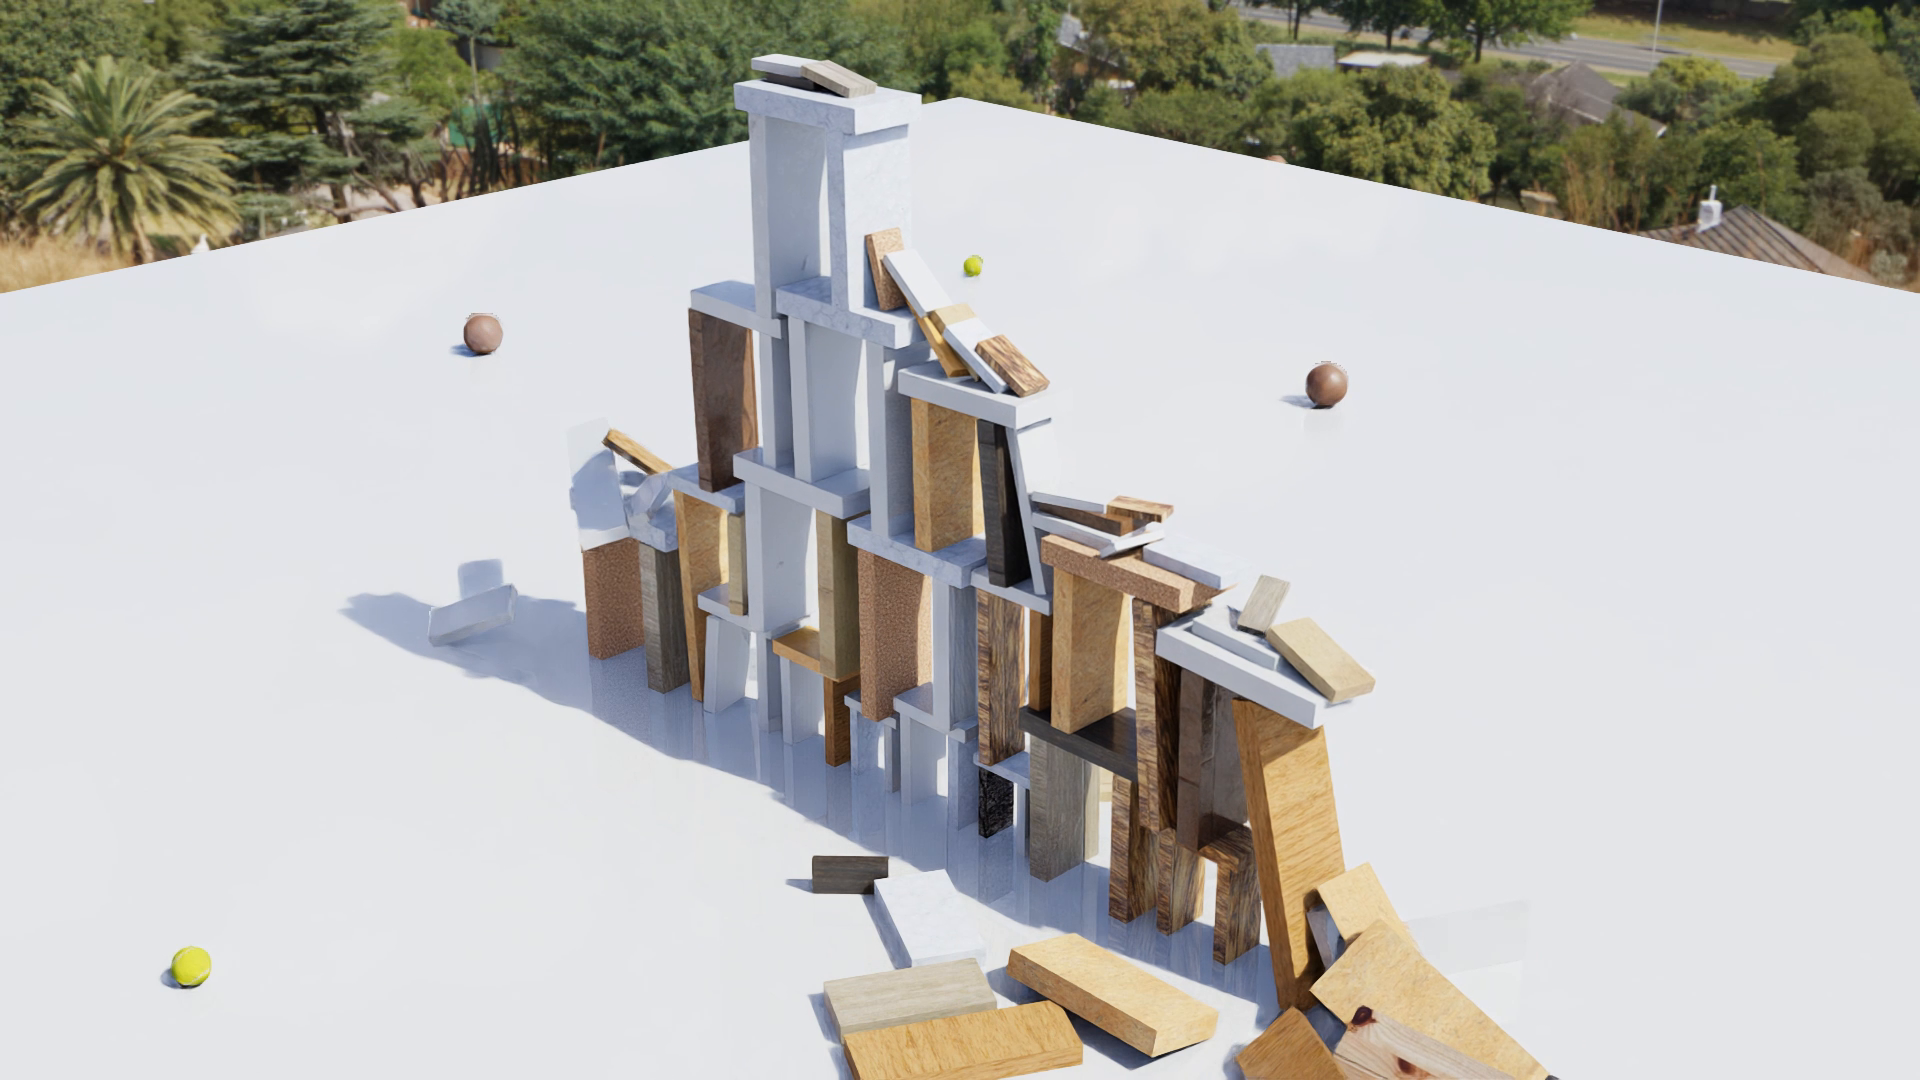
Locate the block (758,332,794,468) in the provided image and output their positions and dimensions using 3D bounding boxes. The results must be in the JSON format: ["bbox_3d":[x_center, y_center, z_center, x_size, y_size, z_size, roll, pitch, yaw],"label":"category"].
[{"bbox_3d":[-0.336,-0.299,4.454,0.140,0.280,0.040,-21,31,-40],"label":"block"}]

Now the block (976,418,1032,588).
[{"bbox_3d":[0.110,-0.086,4.073,0.043,0.318,0.152,13,26,43],"label":"block"}]

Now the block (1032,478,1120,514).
[{"bbox_3d":[0.209,-0.079,3.958,0.143,0.019,0.067,12,25,26],"label":"block"}]

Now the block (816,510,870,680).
[{"bbox_3d":[-0.212,0.089,4.485,0.047,0.363,0.166,21,31,40],"label":"block"}]

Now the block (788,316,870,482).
[{"bbox_3d":[-0.257,-0.298,4.380,0.048,0.336,0.168,20,30,41],"label":"block"}]

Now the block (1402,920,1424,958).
[{"bbox_3d":[0.766,0.762,3.780,0.100,0.028,0.200,-12,63,-26],"label":"block"}]

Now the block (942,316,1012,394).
[{"bbox_3d":[0.049,-0.338,4.020,0.081,0.023,0.162,-22,60,-41],"label":"block"}]

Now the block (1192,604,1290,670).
[{"bbox_3d":[0.495,0.166,3.759,0.090,0.025,0.179,-21,35,-41],"label":"block"}]

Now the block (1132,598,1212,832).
[{"bbox_3d":[0.384,0.290,3.926,0.161,0.438,0.046,-21,26,-40],"label":"block"}]

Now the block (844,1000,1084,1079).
[{"bbox_3d":[0.005,0.856,3.693,0.378,0.039,0.138,-6,24,-15],"label":"block"}]

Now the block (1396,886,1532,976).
[{"bbox_3d":[0.890,0.706,3.928,0.263,0.131,0.037,-7,24,-16],"label":"block"}]

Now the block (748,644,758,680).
[{"bbox_3d":[-0.367,0.278,5.000,0.289,0.083,0.024,0,23,0],"label":"block"}]

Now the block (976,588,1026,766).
[{"bbox_3d":[0.080,0.251,4.239,0.029,0.371,0.101,20,30,41],"label":"block"}]

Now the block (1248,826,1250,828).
[{"bbox_3d":[0.546,0.603,4.250,0.054,0.015,0.107,0,50,-12],"label":"block"}]

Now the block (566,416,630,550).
[{"bbox_3d":[-0.823,-0.137,4.975,0.104,0.029,0.657,-17,26,-5],"label":"block"}]

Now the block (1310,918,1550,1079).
[{"bbox_3d":[0.761,0.801,3.592,0.169,0.048,0.378,-46,48,-2],"label":"block"}]

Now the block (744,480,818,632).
[{"bbox_3d":[-0.370,0.013,4.623,0.047,0.332,0.166,21,31,38],"label":"block"}]

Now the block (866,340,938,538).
[{"bbox_3d":[-0.099,-0.212,4.246,0.048,0.389,0.168,20,30,41],"label":"block"}]

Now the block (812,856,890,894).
[{"bbox_3d":[-0.207,0.636,4.170,0.145,0.072,0.021,1,23,1],"label":"block"}]

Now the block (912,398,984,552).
[{"bbox_3d":[-0.020,-0.143,4.192,0.043,0.303,0.152,19,30,41],"label":"block"}]

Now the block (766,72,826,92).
[{"bbox_3d":[-0.298,-0.876,4.179,0.136,0.019,0.068,20,31,40],"label":"block"}]

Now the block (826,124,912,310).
[{"bbox_3d":[-0.169,-0.617,4.146,0.048,0.338,0.169,20,30,41],"label":"block"}]

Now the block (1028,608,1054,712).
[{"bbox_3d":[0.174,0.209,4.119,0.101,0.202,0.029,-21,31,-40],"label":"block"}]

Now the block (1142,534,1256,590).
[{"bbox_3d":[0.413,0.037,3.810,0.090,0.025,0.179,-20,30,-39],"label":"block"}]

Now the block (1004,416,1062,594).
[{"bbox_3d":[0.151,-0.069,4.032,0.095,0.325,0.027,-22,17,-41],"label":"block"}]

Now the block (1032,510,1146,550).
[{"bbox_3d":[0.231,-0.026,3.961,0.189,0.027,0.094,20,30,40],"label":"block"}]

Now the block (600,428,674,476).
[{"bbox_3d":[-0.717,-0.180,5.012,0.208,0.029,0.104,34,-12,-11],"label":"block"}]

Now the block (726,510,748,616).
[{"bbox_3d":[-0.452,0.035,4.700,0.033,0.229,0.115,11,26,22],"label":"block"}]

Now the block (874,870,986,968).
[{"bbox_3d":[-0.057,0.704,4.052,0.138,0.039,0.276,-6,24,-15],"label":"block"}]

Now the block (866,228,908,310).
[{"bbox_3d":[-0.132,-0.512,4.147,0.072,0.144,0.020,-22,15,-41],"label":"block"}]

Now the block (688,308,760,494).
[{"bbox_3d":[-0.494,-0.307,4.619,0.040,0.397,0.140,18,29,39],"label":"block"}]

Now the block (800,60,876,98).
[{"bbox_3d":[-0.228,-0.862,4.110,0.136,0.019,0.068,32,38,34],"label":"block"}]

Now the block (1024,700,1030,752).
[{"bbox_3d":[0.181,0.376,4.849,0.072,0.021,0.366,3,23,7],"label":"block"}]

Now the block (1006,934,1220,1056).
[{"bbox_3d":[0.261,0.782,3.803,0.338,0.048,0.169,22,17,41],"label":"block"}]

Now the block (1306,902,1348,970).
[{"bbox_3d":[0.675,0.722,3.817,0.100,0.200,0.028,-20,1,-39],"label":"block"}]

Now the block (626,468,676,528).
[{"bbox_3d":[-0.686,-0.091,4.845,0.083,0.024,0.167,-13,31,30],"label":"block"}]

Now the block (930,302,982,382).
[{"bbox_3d":[0.021,-0.367,4.073,0.081,0.023,0.162,-17,63,-39],"label":"block"}]

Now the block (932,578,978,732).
[{"bbox_3d":[0.019,0.201,4.289,0.157,0.315,0.045,-21,30,-40],"label":"block"}]

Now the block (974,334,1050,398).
[{"bbox_3d":[0.095,-0.316,3.988,0.067,0.019,0.134,-22,61,-42],"label":"block"}]

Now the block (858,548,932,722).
[{"bbox_3d":[-0.129,0.169,4.436,0.045,0.372,0.157,21,31,41],"label":"block"}]

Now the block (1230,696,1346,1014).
[{"bbox_3d":[0.585,0.522,3.811,0.170,0.569,0.048,-20,16,-39],"label":"block"}]

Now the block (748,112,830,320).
[{"bbox_3d":[-0.327,-0.645,4.297,0.048,0.401,0.169,21,31,40],"label":"block"}]

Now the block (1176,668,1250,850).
[{"bbox_3d":[0.460,0.361,3.886,0.048,0.340,0.170,20,30,41],"label":"block"}]

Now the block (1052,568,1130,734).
[{"bbox_3d":[0.241,0.180,4.037,0.161,0.321,0.046,-21,31,-41],"label":"block"}]

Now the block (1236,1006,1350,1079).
[{"bbox_3d":[0.551,0.878,3.545,0.131,0.037,0.263,-43,27,4],"label":"block"}]

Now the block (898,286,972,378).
[{"bbox_3d":[-0.037,-0.401,4.099,0.072,0.020,0.234,-8,57,-35],"label":"block"}]

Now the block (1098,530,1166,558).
[{"bbox_3d":[0.302,0.007,3.858,0.107,0.015,0.054,-14,-9,-30],"label":"block"}]

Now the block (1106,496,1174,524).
[{"bbox_3d":[0.320,-0.055,3.905,0.107,0.015,0.054,12,25,26],"label":"block"}]
